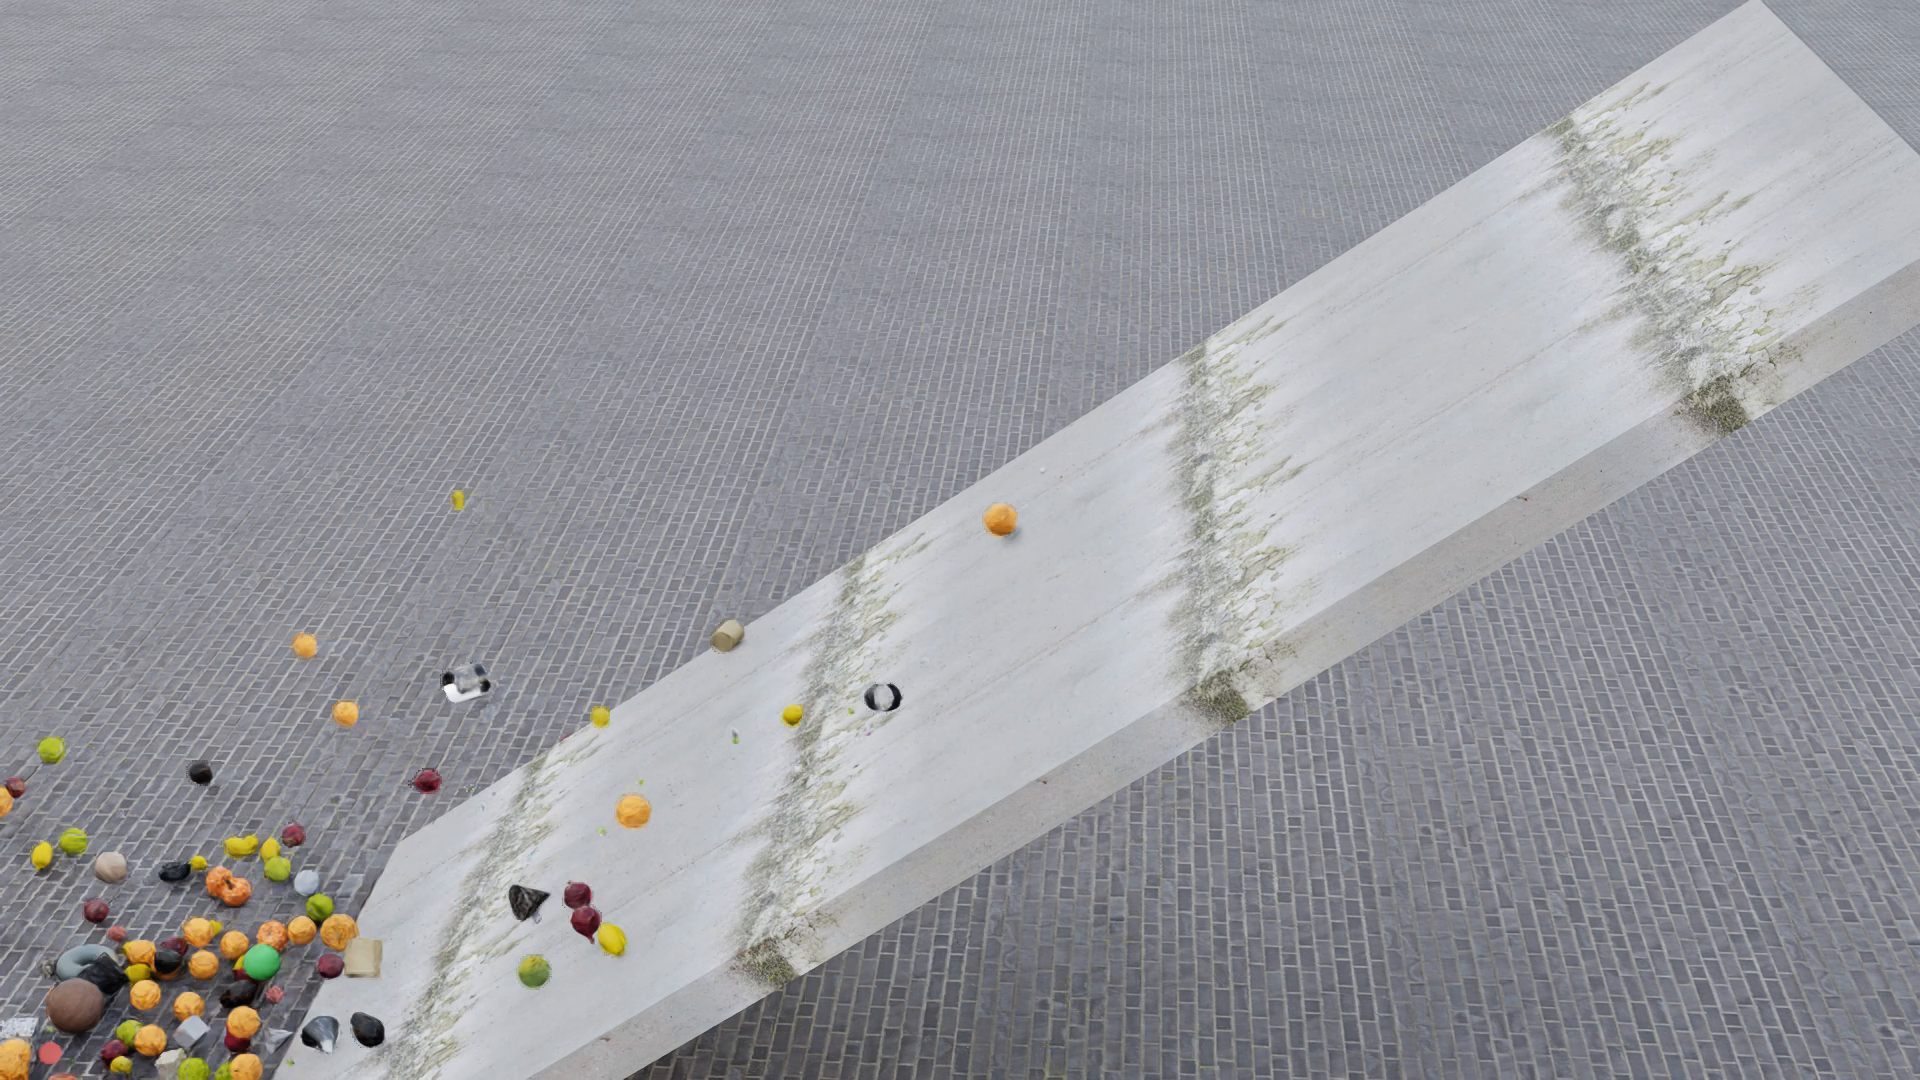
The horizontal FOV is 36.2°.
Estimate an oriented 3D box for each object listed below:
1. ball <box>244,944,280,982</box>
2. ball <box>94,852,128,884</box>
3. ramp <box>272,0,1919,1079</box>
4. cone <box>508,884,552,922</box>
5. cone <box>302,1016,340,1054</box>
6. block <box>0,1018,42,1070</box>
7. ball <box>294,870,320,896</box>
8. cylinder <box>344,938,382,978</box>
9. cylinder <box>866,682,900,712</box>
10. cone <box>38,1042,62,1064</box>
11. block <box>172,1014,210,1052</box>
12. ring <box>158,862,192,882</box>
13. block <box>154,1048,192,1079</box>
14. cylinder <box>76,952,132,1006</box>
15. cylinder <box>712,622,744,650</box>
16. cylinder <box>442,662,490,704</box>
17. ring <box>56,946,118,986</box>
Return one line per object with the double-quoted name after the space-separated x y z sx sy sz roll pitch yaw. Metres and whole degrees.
-1.689 1.023 7.118 0.089 0.089 0.089 0 21 0 "ball"
-2.195 0.845 7.600 0.083 0.083 0.083 0 21 0 "ball"
0.137 0.172 6.302 4.000 0.100 2.000 -32 16 15 "ramp"
-0.939 0.792 6.504 0.086 0.086 0.086 -14 25 -34 "cone"
-1.403 1.116 6.521 0.089 0.089 0.089 -11 31 -27 "cone"
-2.192 1.172 6.852 0.083 0.083 0.083 -3 21 -8 "block"
-1.690 0.888 7.616 0.068 0.068 0.068 0 21 0 "ball"
-1.286 0.903 6.343 0.076 0.076 0.076 1 -16 0 "cylinder"
-0.161 0.330 6.166 0.057 0.057 0.057 -9 -7 -23 "cylinder"
-2.119 1.198 6.869 0.052 0.052 0.052 -2 -6 -6 "cone"
-1.803 1.155 6.894 0.052 0.052 0.052 43 33 3 "block"
-2.061 0.869 7.717 0.087 0.029 0.087 -4 20 1 "ring"
-1.811 1.210 6.771 0.052 0.052 0.052 -13 23 13 "block"
-2.061 1.056 7.075 0.093 0.093 0.093 -43 37 -16 "cylinder"
-0.577 0.239 7.329 0.060 0.060 0.060 11 19 27 "cylinder"
-1.473 0.426 8.775 0.100 0.100 0.100 -17 27 -38 "cylinder"
-2.145 1.045 7.231 0.149 0.050 0.149 1 22 -1 "ring"
